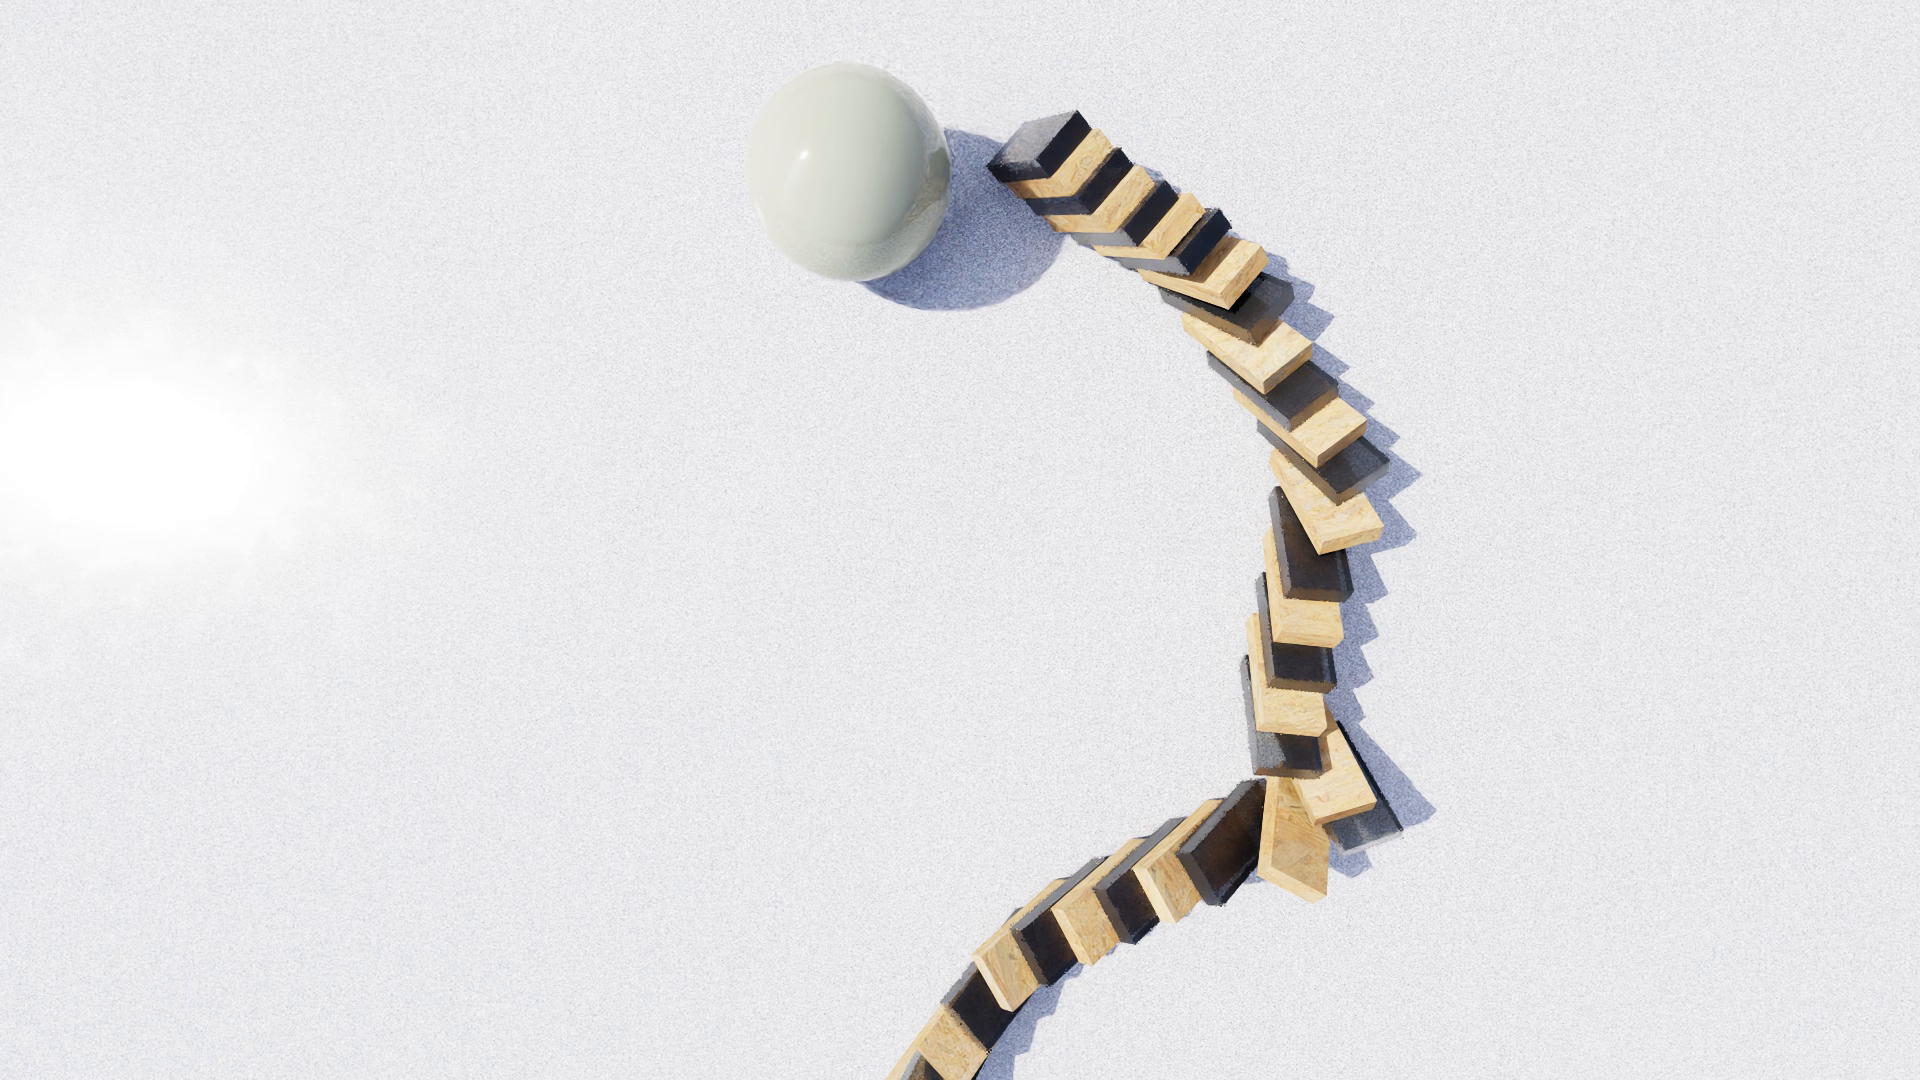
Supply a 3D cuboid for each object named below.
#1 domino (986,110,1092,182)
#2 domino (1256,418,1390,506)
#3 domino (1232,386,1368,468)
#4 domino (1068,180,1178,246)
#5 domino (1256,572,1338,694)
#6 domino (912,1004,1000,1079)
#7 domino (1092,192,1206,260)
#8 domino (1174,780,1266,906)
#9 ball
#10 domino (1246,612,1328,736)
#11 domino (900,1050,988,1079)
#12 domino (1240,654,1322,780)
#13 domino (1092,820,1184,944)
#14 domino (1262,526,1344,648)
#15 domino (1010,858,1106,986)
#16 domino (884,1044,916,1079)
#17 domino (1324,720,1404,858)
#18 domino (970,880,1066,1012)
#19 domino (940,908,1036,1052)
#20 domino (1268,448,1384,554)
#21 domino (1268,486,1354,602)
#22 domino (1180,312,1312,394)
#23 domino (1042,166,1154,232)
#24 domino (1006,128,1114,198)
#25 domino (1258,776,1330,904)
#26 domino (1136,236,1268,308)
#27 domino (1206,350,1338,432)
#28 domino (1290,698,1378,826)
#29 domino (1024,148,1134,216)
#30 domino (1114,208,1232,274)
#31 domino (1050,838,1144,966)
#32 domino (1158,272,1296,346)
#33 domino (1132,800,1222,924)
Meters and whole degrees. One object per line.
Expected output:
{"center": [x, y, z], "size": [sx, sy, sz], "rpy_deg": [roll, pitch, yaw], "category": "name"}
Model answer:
{"center": [0.031, -0.160, 0.376], "size": [0.010, 0.050, 0.025], "rpy_deg": [41, 90, -28], "category": "domino"}
{"center": [0.150, -0.040, 0.382], "size": [0.025, 0.010, 0.050], "rpy_deg": [-33, 56, -3], "category": "domino"}
{"center": [0.141, -0.055, 0.382], "size": [0.025, 0.009, 0.050], "rpy_deg": [-36, 56, -3], "category": "domino"}
{"center": [0.065, -0.134, 0.376], "size": [0.009, 0.050, 0.025], "rpy_deg": [41, 90, -28], "category": "domino"}
{"center": [0.139, 0.038, 0.382], "size": [0.025, 0.010, 0.050], "rpy_deg": [6, 56, 0], "category": "domino"}
{"center": [0.006, 0.198, 0.383], "size": [0.025, 0.010, 0.050], "rpy_deg": [47, 59, 1], "category": "domino"}
{"center": [0.075, -0.129, 0.376], "size": [0.009, 0.050, 0.025], "rpy_deg": [41, 90, -28], "category": "domino"}
{"center": [0.114, 0.126, 0.382], "size": [0.050, 0.010, 0.025], "rpy_deg": [-31, 90, -34], "category": "domino"}
{"center": [-0.043, -0.143, 0.360], "size": [0.080, 0.080, 0.080], "rpy_deg": [0, 90, 0], "category": "ball"}
{"center": [0.135, 0.055, 0.382], "size": [0.025, 0.010, 0.050], "rpy_deg": [6, 55, 1], "category": "domino"}
{"center": [-0.004, 0.217, 0.384], "size": [0.025, 0.010, 0.050], "rpy_deg": [37, 61, 0], "category": "domino"}
{"center": [0.133, 0.073, 0.382], "size": [0.025, 0.009, 0.050], "rpy_deg": [3, 55, 1], "category": "domino"}
{"center": [0.081, 0.142, 0.383], "size": [0.050, 0.010, 0.025], "rpy_deg": [-28, 90, -31], "category": "domino"}
{"center": [0.143, 0.019, 0.383], "size": [0.025, 0.010, 0.050], "rpy_deg": [6, 58, 0], "category": "domino"}
{"center": [0.047, 0.159, 0.383], "size": [0.050, 0.009, 0.025], "rpy_deg": [-27, 88, -32], "category": "domino"}
{"center": [-0.017, 0.235, 0.395], "size": [0.025, 0.009, 0.050], "rpy_deg": [37, 90, 0], "category": "domino"}
{"center": [0.158, 0.103, 0.381], "size": [0.025, 0.010, 0.050], "rpy_deg": [-19, 53, 0], "category": "domino"}
{"center": [0.031, 0.168, 0.383], "size": [0.050, 0.009, 0.025], "rpy_deg": [-29, 88, -32], "category": "domino"}
{"center": [0.018, 0.183, 0.383], "size": [0.050, 0.010, 0.025], "rpy_deg": [-40, 90, -31], "category": "domino"}
{"center": [0.151, -0.019, 0.381], "size": [0.025, 0.010, 0.050], "rpy_deg": [-14, 54, -1], "category": "domino"}
{"center": [0.146, 0.001, 0.383], "size": [0.025, 0.009, 0.050], "rpy_deg": [4, 58, 0], "category": "domino"}
{"center": [0.119, -0.085, 0.382], "size": [0.025, 0.009, 0.050], "rpy_deg": [-39, 57, 0], "category": "domino"}
{"center": [0.056, -0.139, 0.376], "size": [0.010, 0.050, 0.025], "rpy_deg": [41, 90, -28], "category": "domino"}
{"center": [0.040, -0.154, 0.376], "size": [0.010, 0.050, 0.025], "rpy_deg": [41, 90, -28], "category": "domino"}
{"center": [0.139, 0.120, 0.379], "size": [0.025, 0.009, 0.050], "rpy_deg": [28, 45, -1], "category": "domino"}
{"center": [0.099, -0.114, 0.378], "size": [0.025, 0.050, 0.010], "rpy_deg": [-50, 133, -1], "category": "domino"}
{"center": [0.129, -0.070, 0.382], "size": [0.025, 0.010, 0.050], "rpy_deg": [-37, 56, -1], "category": "domino"}
{"center": [0.148, 0.090, 0.381], "size": [0.025, 0.010, 0.050], "rpy_deg": [-17, 53, 2], "category": "domino"}
{"center": [0.047, -0.146, 0.376], "size": [0.009, 0.050, 0.025], "rpy_deg": [41, 90, -28], "category": "domino"}
{"center": [0.085, -0.123, 0.376], "size": [0.010, 0.050, 0.025], "rpy_deg": [41, 90, -29], "category": "domino"}
{"center": [0.064, 0.150, 0.383], "size": [0.050, 0.009, 0.025], "rpy_deg": [-28, 89, -32], "category": "domino"}
{"center": [0.110, -0.103, 0.381], "size": [0.025, 0.009, 0.050], "rpy_deg": [-49, 52, 0], "category": "domino"}
{"center": [0.097, 0.133, 0.383], "size": [0.050, 0.009, 0.025], "rpy_deg": [-28, 90, -31], "category": "domino"}
